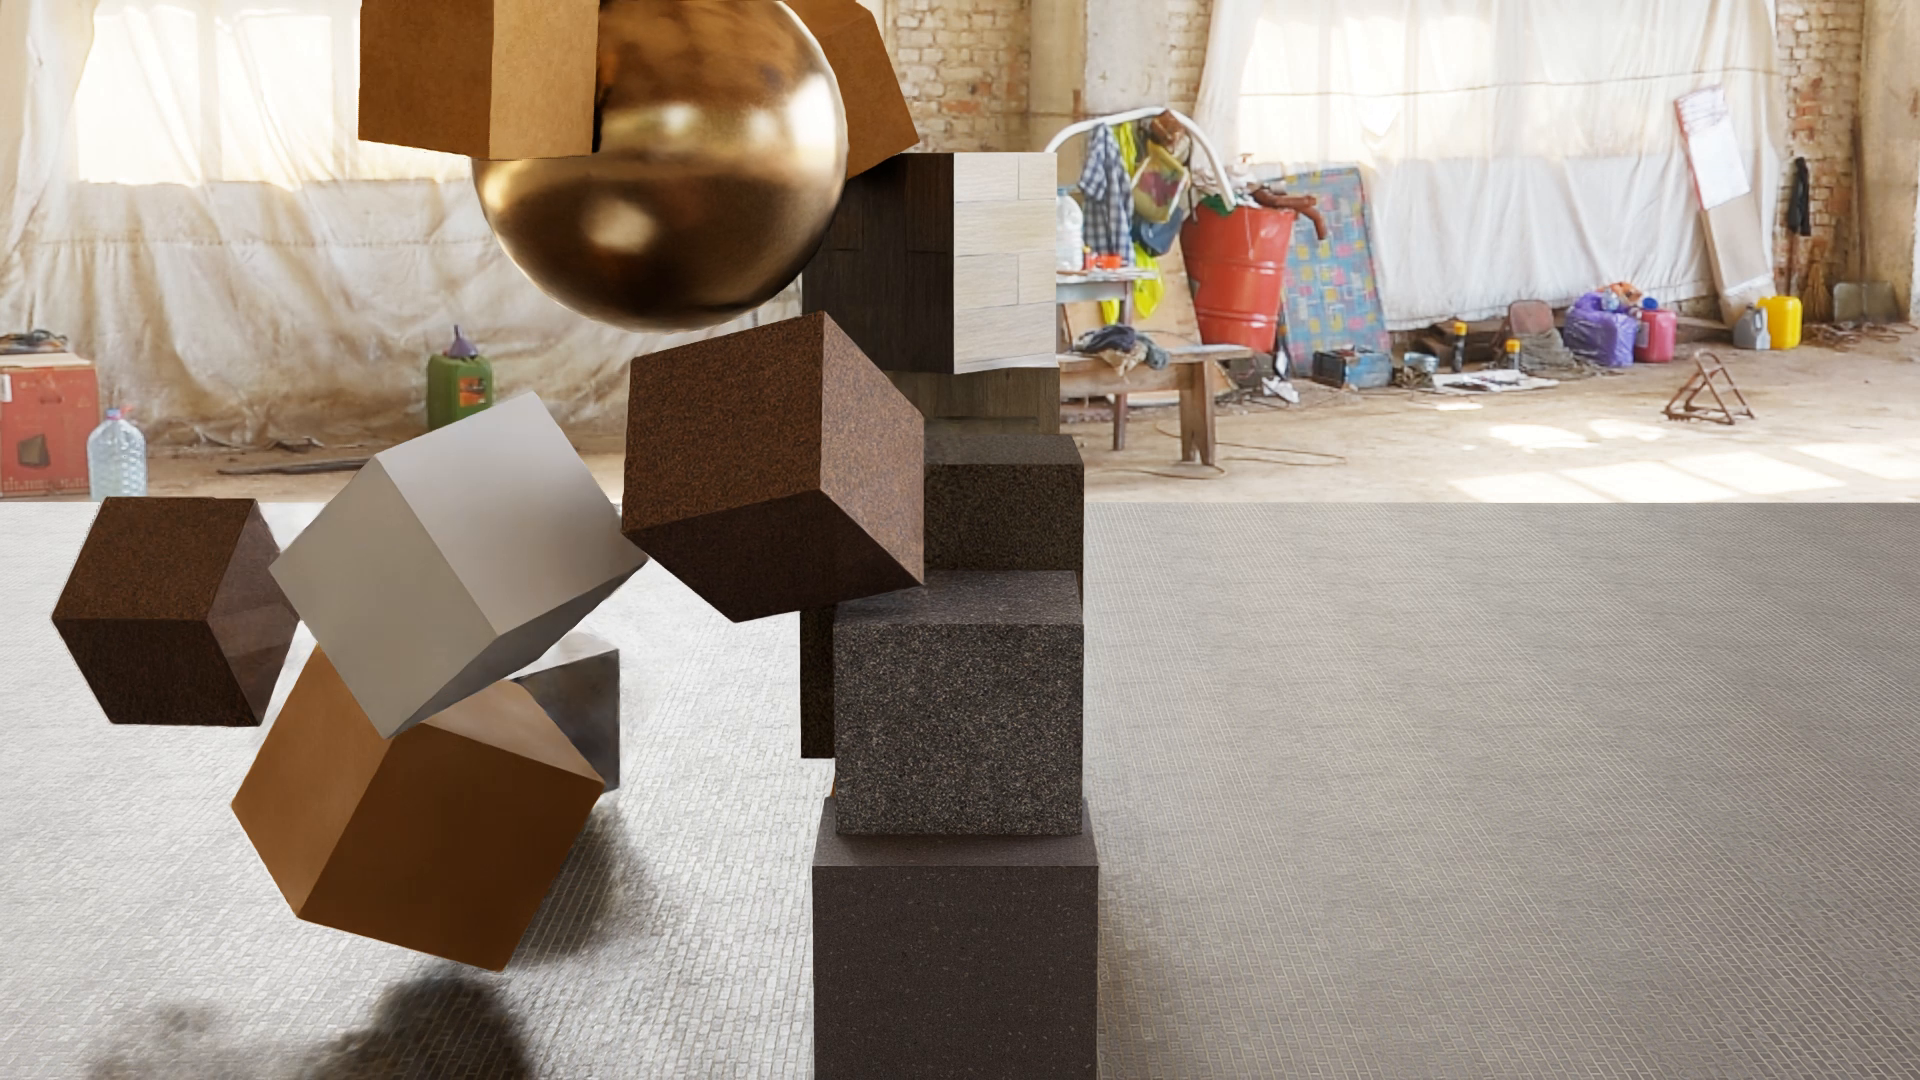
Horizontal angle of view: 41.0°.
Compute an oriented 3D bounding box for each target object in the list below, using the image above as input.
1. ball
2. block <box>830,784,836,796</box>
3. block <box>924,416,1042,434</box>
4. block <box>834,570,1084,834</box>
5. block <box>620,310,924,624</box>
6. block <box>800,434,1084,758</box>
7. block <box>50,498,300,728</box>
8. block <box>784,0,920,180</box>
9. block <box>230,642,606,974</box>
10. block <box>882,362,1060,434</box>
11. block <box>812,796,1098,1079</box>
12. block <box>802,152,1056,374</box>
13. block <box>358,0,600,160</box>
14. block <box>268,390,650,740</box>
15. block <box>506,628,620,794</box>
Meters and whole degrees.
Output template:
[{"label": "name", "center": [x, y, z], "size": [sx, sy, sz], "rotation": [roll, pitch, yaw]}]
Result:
[{"label": "ball", "center": [-1.270, -1.672, 10.876], "size": [1.600, 1.600, 1.600], "rotation": [0, 10, 0]}, {"label": "block", "center": [-0.012, 1.283, 10.105], "size": [0.931, 0.861, 0.968], "rotation": [0, 10, 0]}, {"label": "block", "center": [0.007, -0.100, 12.074], "size": [0.738, 0.882, 0.727], "rotation": [0, 10, 0]}, {"label": "block", "center": [-0.001, 0.579, 9.438], "size": [0.872, 0.764, 0.904], "rotation": [0, 11, 0]}, {"label": "block", "center": [-0.647, -0.241, 9.105], "size": [0.764, 0.693, 0.806], "rotation": [-12, -29, 21]}, {"label": "block", "center": [-0.075, 0.203, 10.408], "size": [1.095, 1.154, 1.026], "rotation": [0, 9, 0]}, {"label": "block", "center": [-3.439, 0.319, 11.349], "size": [0.703, 0.731, 0.705], "rotation": [0, 48, 9]}, {"label": "block", "center": [-0.712, -2.112, 12.020], "size": [0.657, 0.687, 0.671], "rotation": [-29, 35, -11]}, {"label": "block", "center": [-2.140, 1.003, 10.091], "size": [0.919, 0.870, 0.902], "rotation": [24, 8, -38]}, {"label": "block", "center": [-0.019, -0.351, 12.910], "size": [0.997, 1.122, 0.987], "rotation": [0, 9, 0]}, {"label": "block", "center": [-0.016, 1.450, 9.205], "size": [0.973, 0.853, 0.847], "rotation": [0, 10, 0]}, {"label": "block", "center": [-0.147, -1.372, 12.499], "size": [0.898, 1.021, 0.881], "rotation": [6, 11, 34]}, {"label": "block", "center": [-1.860, -1.814, 9.909], "size": [0.670, 0.590, 0.596], "rotation": [12, 15, 30]}, {"label": "block", "center": [-1.828, 0.088, 9.371], "size": [0.830, 0.762, 0.811], "rotation": [-38, -5, 39]}, {"label": "block", "center": [-2.196, 0.844, 12.424], "size": [0.799, 0.733, 0.753], "rotation": [18, 23, 40]}]
